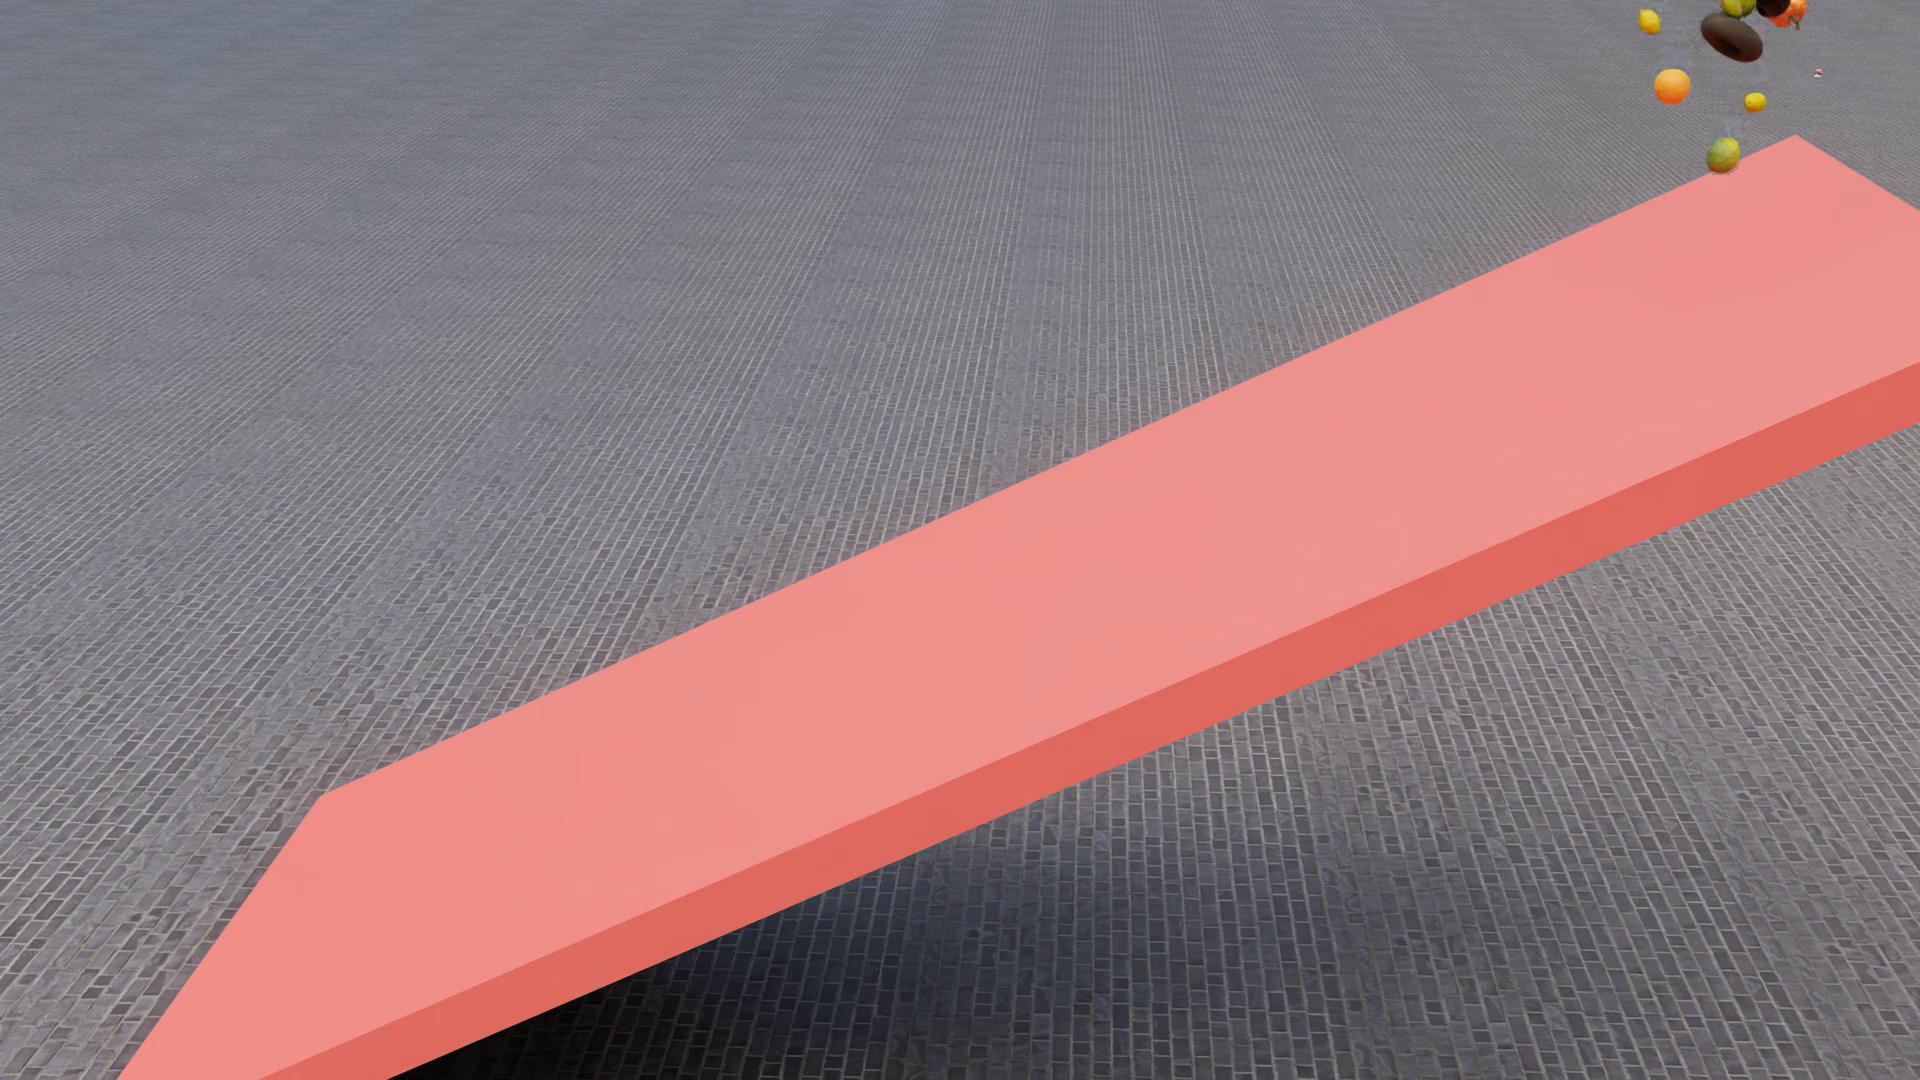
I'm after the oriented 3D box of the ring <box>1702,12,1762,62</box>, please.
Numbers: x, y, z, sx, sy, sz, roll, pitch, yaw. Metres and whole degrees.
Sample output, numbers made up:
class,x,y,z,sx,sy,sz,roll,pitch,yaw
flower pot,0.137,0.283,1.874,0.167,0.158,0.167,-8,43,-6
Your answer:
class,x,y,z,sx,sy,sz,roll,pitch,yaw
ring,1.551,-1.009,5.910,0.135,0.045,0.135,34,-3,2

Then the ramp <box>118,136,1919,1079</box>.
class,x,y,z,sx,sy,sz,roll,pitch,yaw
ramp,0.136,0.169,6.282,4.000,0.100,2.000,-24,13,9
